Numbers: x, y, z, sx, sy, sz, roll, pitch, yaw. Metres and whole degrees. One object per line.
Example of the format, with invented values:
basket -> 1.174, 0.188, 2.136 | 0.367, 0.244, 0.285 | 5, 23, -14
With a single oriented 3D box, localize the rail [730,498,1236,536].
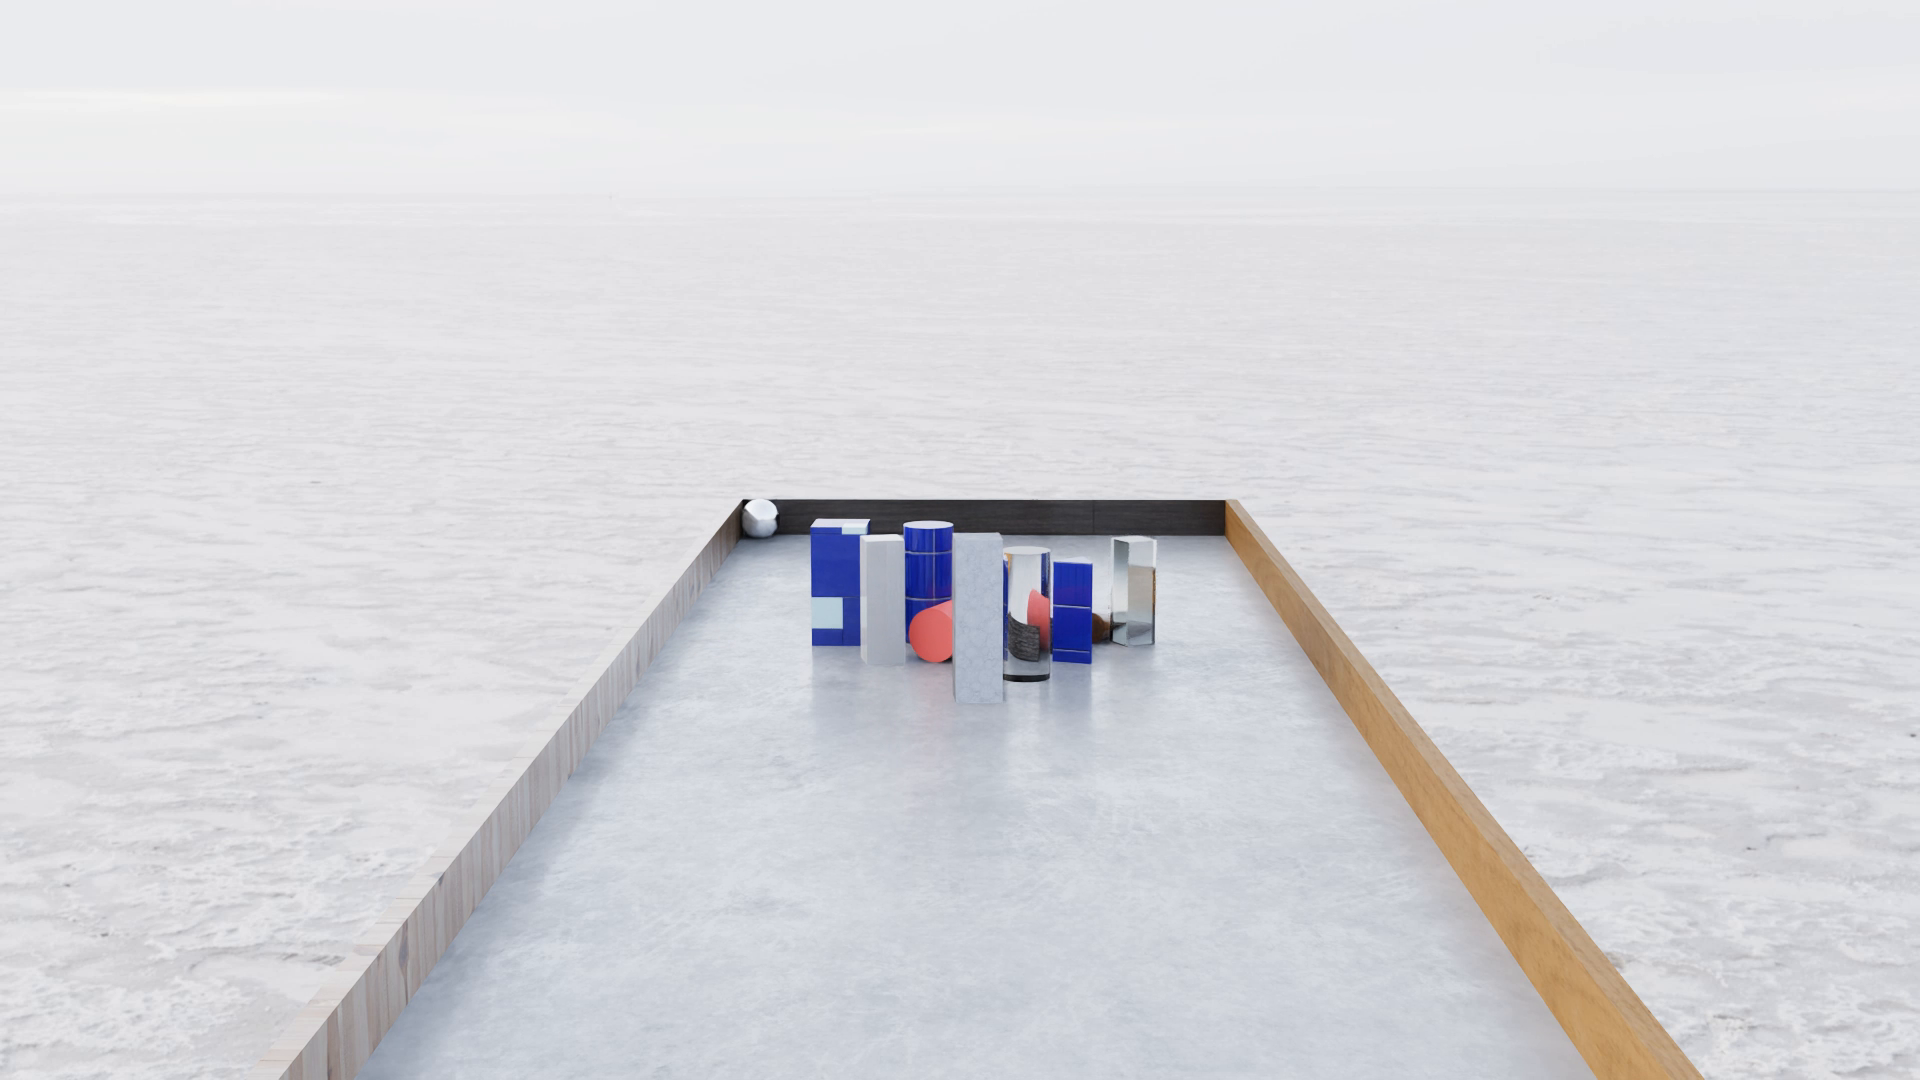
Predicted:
rail -> 0.099, -0.098, 9.147 | 2.100, 0.150, 0.050 | 0, 9, 1

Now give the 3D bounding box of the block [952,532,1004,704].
block -> 0.049, 0.217, 6.170 | 0.132, 0.460, 0.132 | -1, 9, -4

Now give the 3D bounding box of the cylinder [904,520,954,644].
cylinder -> -0.100, 0.136, 6.963 | 0.158, 0.372, 0.158 | 0, 9, 0

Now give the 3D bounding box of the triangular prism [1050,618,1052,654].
triangular prism -> 0.248, 0.293, 6.824 | 0.311, 0.099, 0.114 | -6, 11, -31

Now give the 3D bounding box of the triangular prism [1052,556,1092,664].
triangular prism -> 0.358, 0.211, 6.692 | 0.123, 0.309, 0.107 | 3, 10, 21

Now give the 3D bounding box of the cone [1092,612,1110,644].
cone -> 0.518, 0.272, 7.130 | 0.101, 0.101, 0.442 | 5, 4, 30

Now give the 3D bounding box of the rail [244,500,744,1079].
rail -> -1.004, 0.839, 3.234 | 0.050, 0.150, 12.000 | 0, 9, 1

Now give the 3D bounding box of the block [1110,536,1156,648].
block -> 0.546, 0.161, 6.931 | 0.103, 0.332, 0.103 | -5, 10, -28

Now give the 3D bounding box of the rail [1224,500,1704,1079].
rail -> 1.046, 0.843, 3.208 | 0.050, 0.150, 12.000 | 0, 9, 1

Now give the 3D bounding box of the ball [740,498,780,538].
ball -> -0.821, -0.088, 9.040 | 0.163, 0.163, 0.163 | 0, 9, 0

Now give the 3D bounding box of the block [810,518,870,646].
block -> -0.376, 0.133, 6.965 | 0.172, 0.378, 0.172 | 0, 9, 3

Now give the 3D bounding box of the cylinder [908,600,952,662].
cylinder -> 0.016, 0.258, 6.852 | 0.165, 0.165, 0.441 | 4, 10, 26

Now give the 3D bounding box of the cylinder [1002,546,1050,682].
cylinder -> 0.191, 0.217, 6.436 | 0.147, 0.378, 0.147 | 0, 9, 0

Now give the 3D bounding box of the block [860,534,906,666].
block -> -0.235, 0.180, 6.667 | 0.116, 0.377, 0.116 | -2, 9, -12
